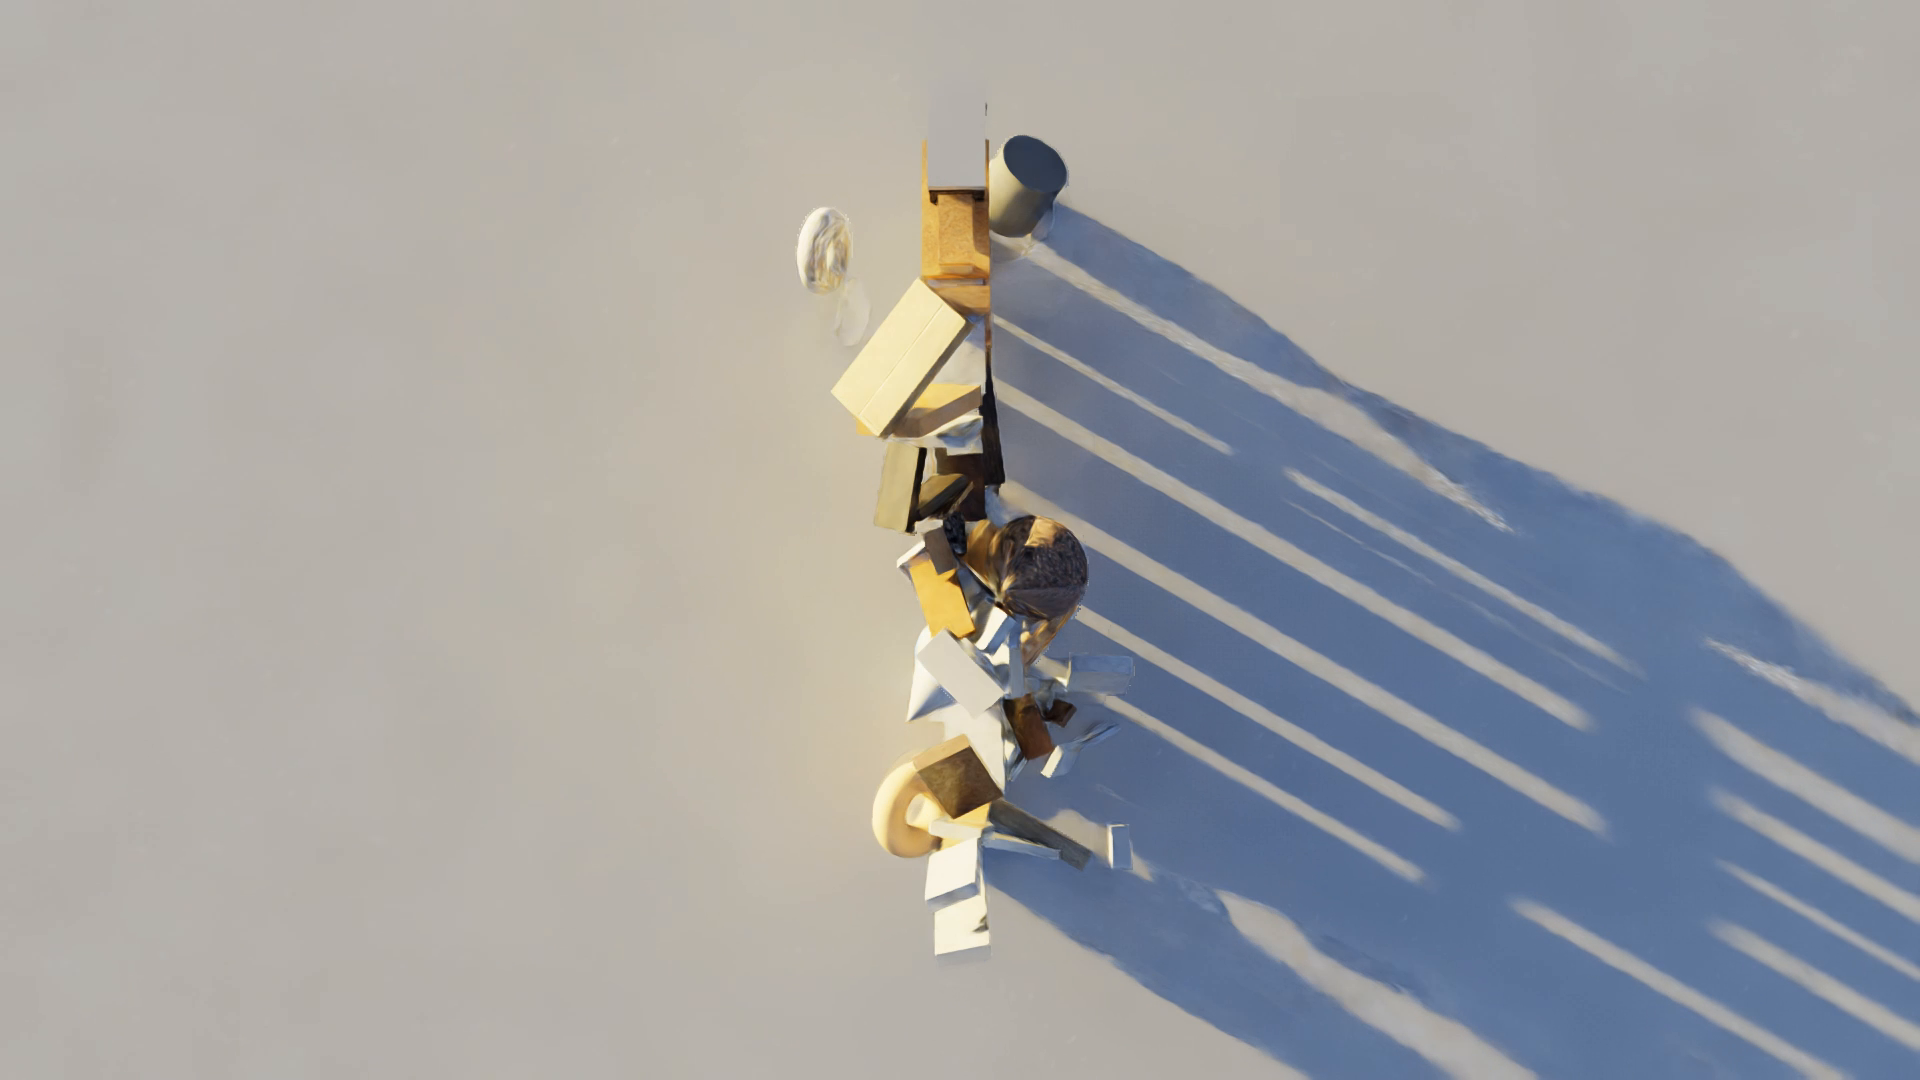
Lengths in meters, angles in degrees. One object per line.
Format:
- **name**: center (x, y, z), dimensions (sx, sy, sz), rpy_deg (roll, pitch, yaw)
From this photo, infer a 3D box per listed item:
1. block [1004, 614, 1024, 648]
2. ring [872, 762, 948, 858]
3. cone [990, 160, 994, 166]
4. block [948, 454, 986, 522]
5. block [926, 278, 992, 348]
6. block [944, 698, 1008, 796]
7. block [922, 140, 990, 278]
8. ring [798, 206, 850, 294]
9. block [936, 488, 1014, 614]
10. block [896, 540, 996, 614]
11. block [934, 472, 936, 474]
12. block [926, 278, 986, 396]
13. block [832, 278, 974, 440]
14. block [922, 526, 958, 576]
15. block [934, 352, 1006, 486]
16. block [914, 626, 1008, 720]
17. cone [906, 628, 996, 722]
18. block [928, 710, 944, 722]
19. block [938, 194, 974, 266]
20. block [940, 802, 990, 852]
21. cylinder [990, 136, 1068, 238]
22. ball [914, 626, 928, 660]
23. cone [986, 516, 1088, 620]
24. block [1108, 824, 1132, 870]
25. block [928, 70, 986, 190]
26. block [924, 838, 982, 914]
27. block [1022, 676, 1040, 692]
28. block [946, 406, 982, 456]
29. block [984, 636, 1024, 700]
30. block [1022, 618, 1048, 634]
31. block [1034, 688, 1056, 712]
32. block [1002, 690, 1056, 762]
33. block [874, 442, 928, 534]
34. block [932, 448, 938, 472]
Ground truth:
- **block**: center (0.138, 0.234, 4.243), dimensions (0.024, 0.166, 0.083), rpy_deg (15, 86, -1)
- **ring**: center (-0.146, 0.878, 5.377), dimensions (0.325, 0.108, 0.325), rpy_deg (-11, 107, -39)
- **cone**: center (0.132, -1.131, 5.459), dimensions (0.183, 0.183, 0.183), rpy_deg (42, 90, -27)
- **block**: center (0.019, -0.133, 4.212), dimensions (0.084, 0.024, 0.168), rpy_deg (-4, 95, 0)
- **block**: center (-0.005, -0.692, 4.448), dimensions (0.174, 0.049, 0.347), rpy_deg (-2, 90, 0)
- **block**: center (0.045, 0.588, 4.887), dimensions (0.170, 0.048, 0.339), rpy_deg (-3, 95, 12)
- **block**: center (-0.011, -0.814, 4.067), dimensions (0.166, 0.047, 0.332), rpy_deg (0, 90, 0)
- **ring**: center (-0.399, -0.850, 4.848), dimensions (0.086, 0.258, 0.258), rpy_deg (11, 90, 17)
- **block**: center (0.094, 0.054, 4.419), dimensions (0.174, 0.049, 0.348), rpy_deg (-29, 86, -2)
- **block**: center (-0.034, 0.103, 4.155), dimensions (0.121, 0.034, 0.242), rpy_deg (-37, 116, 13)
- **block**: center (-0.005, -0.264, 5.167), dimensions (0.155, 0.044, 0.310), rpy_deg (0, 90, 0)
- **block**: center (-0.010, -0.503, 4.093), dimensions (0.143, 0.040, 0.285), rpy_deg (-1, 89, 0)
- **block**: center (-0.131, -0.408, 3.722), dimensions (0.164, 0.047, 0.328), rpy_deg (44, 104, 22)
- **block**: center (-0.050, 0.027, 4.037), dimensions (0.054, 0.015, 0.108), rpy_deg (-21, 93, -5)
- **block**: center (0.012, -0.314, 4.418), dimensions (0.176, 0.050, 0.351), rpy_deg (-7, 87, 0)
- **block**: center (0.003, 0.317, 3.938), dimensions (0.210, 0.030, 0.105), rpy_deg (46, 112, 2)
- **cone**: center (-0.074, 0.401, 4.367), dimensions (0.247, 0.247, 0.247), rpy_deg (41, 54, 0)
- **block**: center (-0.024, 0.431, 5.198), dimensions (0.141, 0.040, 0.282), rpy_deg (1, 90, 1)
- **block**: center (-0.010, -0.728, 3.870), dimensions (0.081, 0.023, 0.161), rpy_deg (-1, 90, 0)
- **block**: center (0.018, 0.870, 5.014), dimensions (0.113, 0.032, 0.226), rpy_deg (11, 80, 10)
- **cylinder**: center (0.187, -1.113, 5.208), dimensions (0.224, 0.224, 0.224), rpy_deg (14, 55, -21)
- **ball**: center (-0.013, 0.331, 4.781), dimensions (0.236, 0.236, 0.236), rpy_deg (0, 90, 0)
- **cone**: center (0.150, 0.096, 4.074), dimensions (0.270, 0.270, 0.270), rpy_deg (4, 102, 18)
- **block**: center (0.529, 1.017, 5.469), dimensions (0.070, 0.020, 0.140), rpy_deg (1, 83, -28)
- **block**: center (-0.008, -0.934, 3.760), dimensions (0.132, 0.037, 0.264), rpy_deg (0, 90, 0)
- **block**: center (-0.015, 0.916, 4.520), dimensions (0.145, 0.290, 0.041), rpy_deg (-22, 101, 7)
- **block**: center (0.154, 0.507, 5.466), dimensions (0.212, 0.030, 0.106), rpy_deg (2, 90, -10)
- **block**: center (0.006, -0.307, 4.198), dimensions (0.090, 0.026, 0.180), rpy_deg (-4, 88, 0)
- **block**: center (0.037, 0.338, 4.533), dimensions (0.047, 0.332, 0.166), rpy_deg (-8, 96, -42)
- **block**: center (0.199, 0.216, 4.457), dimensions (0.063, 0.127, 0.018), rpy_deg (-44, 103, 0)
- **block**: center (0.248, 0.533, 5.383), dimensions (0.021, 0.151, 0.076), rpy_deg (33, 56, -27)
- **block**: center (0.205, 0.555, 4.924), dimensions (0.095, 0.027, 0.189), rpy_deg (-24, 89, 17)
- **block**: center (-0.143, -0.128, 3.992), dimensions (0.104, 0.029, 0.207), rpy_deg (13, 96, 39)
- **block**: center (0.008, -0.150, 4.817), dimensions (0.152, 0.043, 0.303), rpy_deg (-6, 91, -1)
